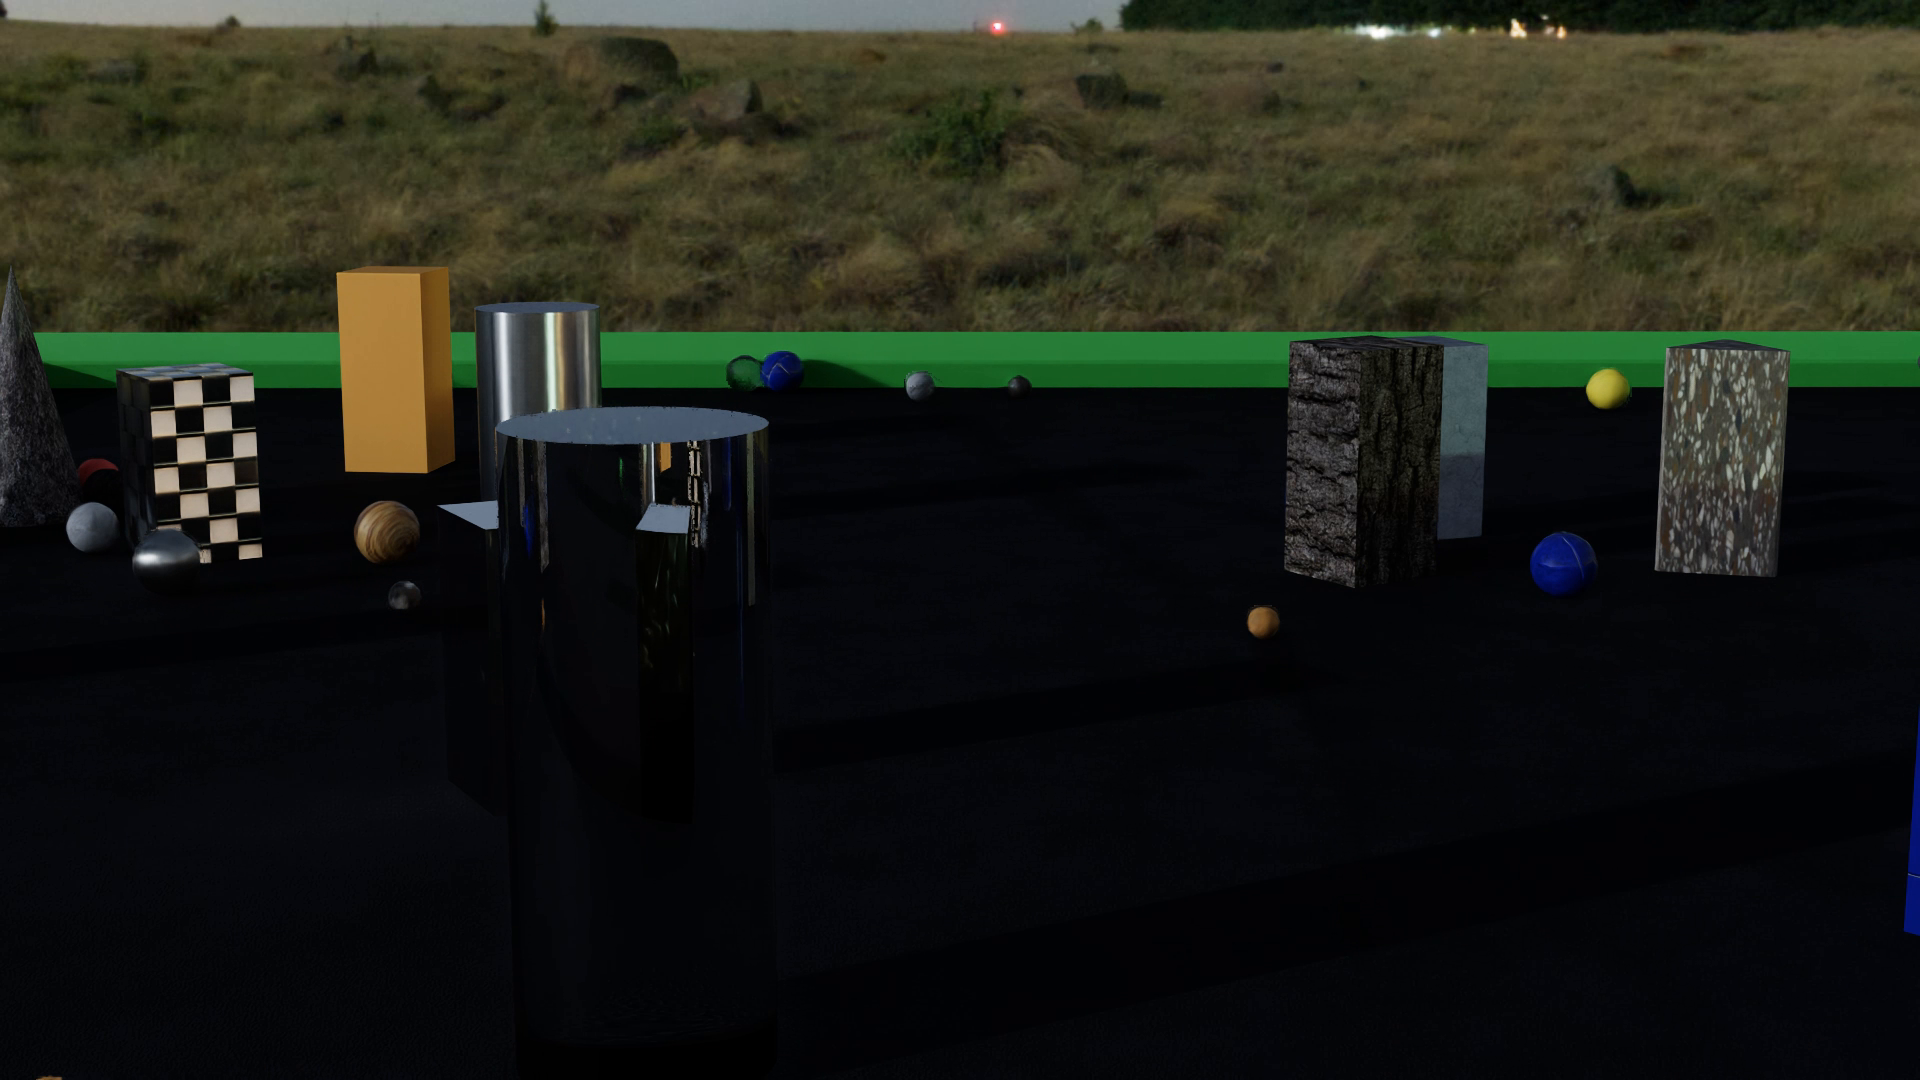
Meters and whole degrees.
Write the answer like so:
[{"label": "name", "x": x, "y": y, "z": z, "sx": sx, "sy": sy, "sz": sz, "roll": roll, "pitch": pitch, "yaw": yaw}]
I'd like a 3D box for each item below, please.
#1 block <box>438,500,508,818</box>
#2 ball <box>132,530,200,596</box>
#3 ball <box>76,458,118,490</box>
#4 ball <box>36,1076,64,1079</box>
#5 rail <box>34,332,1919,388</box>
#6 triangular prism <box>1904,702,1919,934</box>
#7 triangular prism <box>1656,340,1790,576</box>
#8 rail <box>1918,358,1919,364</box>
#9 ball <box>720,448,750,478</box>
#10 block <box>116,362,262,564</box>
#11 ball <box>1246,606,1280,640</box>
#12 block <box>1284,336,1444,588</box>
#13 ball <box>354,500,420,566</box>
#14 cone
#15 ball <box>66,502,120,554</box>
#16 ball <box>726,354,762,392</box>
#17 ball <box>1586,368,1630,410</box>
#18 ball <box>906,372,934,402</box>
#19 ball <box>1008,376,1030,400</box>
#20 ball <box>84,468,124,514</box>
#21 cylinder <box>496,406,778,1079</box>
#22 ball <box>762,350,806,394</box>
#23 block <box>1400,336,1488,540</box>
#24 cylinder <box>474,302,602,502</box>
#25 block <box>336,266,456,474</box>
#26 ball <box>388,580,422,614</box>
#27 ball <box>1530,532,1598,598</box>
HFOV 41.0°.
[{"label": "block", "x": -0.424, "y": 0.112, "z": 2.587, "sx": 0.154, "sy": 0.286, "sz": 0.154, "roll": -6, "pitch": 12, "yaw": -28}, {"label": "ball", "x": -1.099, "y": 0.031, "z": 3.554, "sx": 0.091, "sy": 0.091, "sz": 0.091, "roll": 0, "pitch": 11, "yaw": 0}, {"label": "ball", "x": -1.442, "y": -0.098, "z": 4.289, "sx": 0.076, "sy": 0.076, "sz": 0.076, "roll": 0, "pitch": 11, "yaw": 0}, {"label": "ball", "x": -0.626, "y": 0.389, "z": 1.759, "sx": 0.043, "sy": 0.043, "sz": 0.043, "roll": 0, "pitch": 11, "yaw": 0}, {"label": "rail", "x": -0.014, "y": -0.405, "z": 5.799, "sx": 4.441, "sy": 0.125, "sz": 0.045, "roll": 0, "pitch": 11, "yaw": 0}, {"label": "triangular prism", "x": 0.910, "y": 0.149, "z": 2.126, "sx": 0.144, "sy": 0.381, "sz": 0.166, "roll": -7, "pitch": 13, "yaw": -35}, {"label": "triangular prism", "x": 1.112, "y": -0.124, "z": 3.746, "sx": 0.166, "sy": 0.325, "sz": 0.144, "roll": 3, "pitch": 11, "yaw": 16}, {"label": "rail", "x": 2.197, "y": 0.030, "z": 3.462, "sx": 0.045, "sy": 0.125, "sz": 4.828, "roll": 0, "pitch": 11, "yaw": 0}, {"label": "ball", "x": -0.401, "y": -0.137, "z": 4.561, "sx": 0.053, "sy": 0.053, "sz": 0.053, "roll": 0, "pitch": 11, "yaw": 0}, {"label": "block", "x": -1.149, "y": -0.114, "z": 3.825, "sx": 0.154, "sy": 0.277, "sz": 0.154, "roll": -7, "pitch": 13, "yaw": -35}, {"label": "ball", "x": 0.388, "y": 0.106, "z": 3.283, "sx": 0.042, "sy": 0.042, "sz": 0.042, "roll": 0, "pitch": 11, "yaw": 0}, {"label": "block", "x": 0.578, "y": -0.116, "z": 3.680, "sx": 0.154, "sy": 0.334, "sz": 0.154, "roll": -7, "pitch": 12, "yaw": -32}, {"label": "ball", "x": -0.840, "y": -0.010, "z": 3.763, "sx": 0.096, "sy": 0.096, "sz": 0.096, "roll": 0, "pitch": 11, "yaw": 0}, {"label": "cone", "x": -1.516, "y": -0.240, "z": 4.135, "sx": 0.192, "sy": 0.411, "sz": 0.192, "roll": 0, "pitch": 11, "yaw": 0}, {"label": "ball", "x": -1.301, "y": -0.017, "z": 3.852, "sx": 0.077, "sy": 0.077, "sz": 0.077, "roll": 0, "pitch": 11, "yaw": 0}, {"label": "ball", "x": -0.482, "y": -0.372, "z": 5.741, "sx": 0.084, "sy": 0.084, "sz": 0.084, "roll": 0, "pitch": 11, "yaw": 0}, {"label": "ball", "x": 1.373, "y": -0.318, "z": 5.437, "sx": 0.089, "sy": 0.089, "sz": 0.089, "roll": 0, "pitch": 11, "yaw": 0}, {"label": "ball", "x": -0.088, "y": -0.334, "z": 5.594, "sx": 0.062, "sy": 0.062, "sz": 0.062, "roll": 0, "pitch": 11, "yaw": 0}, {"label": "ball", "x": 0.130, "y": -0.335, "z": 5.627, "sx": 0.051, "sy": 0.051, "sz": 0.051, "roll": 0, "pitch": 11, "yaw": 0}, {"label": "ball", "x": -1.391, "y": -0.079, "z": 4.187, "sx": 0.076, "sy": 0.076, "sz": 0.076, "roll": 0, "pitch": 11, "yaw": 0}, {"label": "cylinder", "x": -0.231, "y": 0.151, "z": 1.858, "sx": 0.192, "sy": 0.474, "sz": 0.192, "roll": 0, "pitch": 11, "yaw": 0}, {"label": "ball", "x": -0.393, "y": -0.375, "z": 5.721, "sx": 0.096, "sy": 0.096, "sz": 0.096, "roll": 0, "pitch": 11, "yaw": 0}, {"label": "block", "x": 0.713, "y": -0.161, "z": 4.015, "sx": 0.154, "sy": 0.299, "sz": 0.154, "roll": -4, "pitch": 11, "yaw": -22}, {"label": "cylinder", "x": -0.655, "y": -0.187, "z": 4.006, "sx": 0.192, "sy": 0.354, "sz": 0.192, "roll": 0, "pitch": 11, "yaw": 0}, {"label": "block", "x": -1.024, "y": -0.312, "z": 4.667, "sx": 0.154, "sy": 0.358, "sz": 0.154, "roll": 1, "pitch": 11, "yaw": 8}, {"label": "ball", "x": -0.744, "y": 0.077, "z": 3.435, "sx": 0.044, "sy": 0.044, "sz": 0.044, "roll": 0, "pitch": 11, "yaw": 0}, {"label": "ball", "x": 0.831, "y": 0.034, "z": 3.534, "sx": 0.091, "sy": 0.091, "sz": 0.091, "roll": 0, "pitch": 11, "yaw": 0}]
